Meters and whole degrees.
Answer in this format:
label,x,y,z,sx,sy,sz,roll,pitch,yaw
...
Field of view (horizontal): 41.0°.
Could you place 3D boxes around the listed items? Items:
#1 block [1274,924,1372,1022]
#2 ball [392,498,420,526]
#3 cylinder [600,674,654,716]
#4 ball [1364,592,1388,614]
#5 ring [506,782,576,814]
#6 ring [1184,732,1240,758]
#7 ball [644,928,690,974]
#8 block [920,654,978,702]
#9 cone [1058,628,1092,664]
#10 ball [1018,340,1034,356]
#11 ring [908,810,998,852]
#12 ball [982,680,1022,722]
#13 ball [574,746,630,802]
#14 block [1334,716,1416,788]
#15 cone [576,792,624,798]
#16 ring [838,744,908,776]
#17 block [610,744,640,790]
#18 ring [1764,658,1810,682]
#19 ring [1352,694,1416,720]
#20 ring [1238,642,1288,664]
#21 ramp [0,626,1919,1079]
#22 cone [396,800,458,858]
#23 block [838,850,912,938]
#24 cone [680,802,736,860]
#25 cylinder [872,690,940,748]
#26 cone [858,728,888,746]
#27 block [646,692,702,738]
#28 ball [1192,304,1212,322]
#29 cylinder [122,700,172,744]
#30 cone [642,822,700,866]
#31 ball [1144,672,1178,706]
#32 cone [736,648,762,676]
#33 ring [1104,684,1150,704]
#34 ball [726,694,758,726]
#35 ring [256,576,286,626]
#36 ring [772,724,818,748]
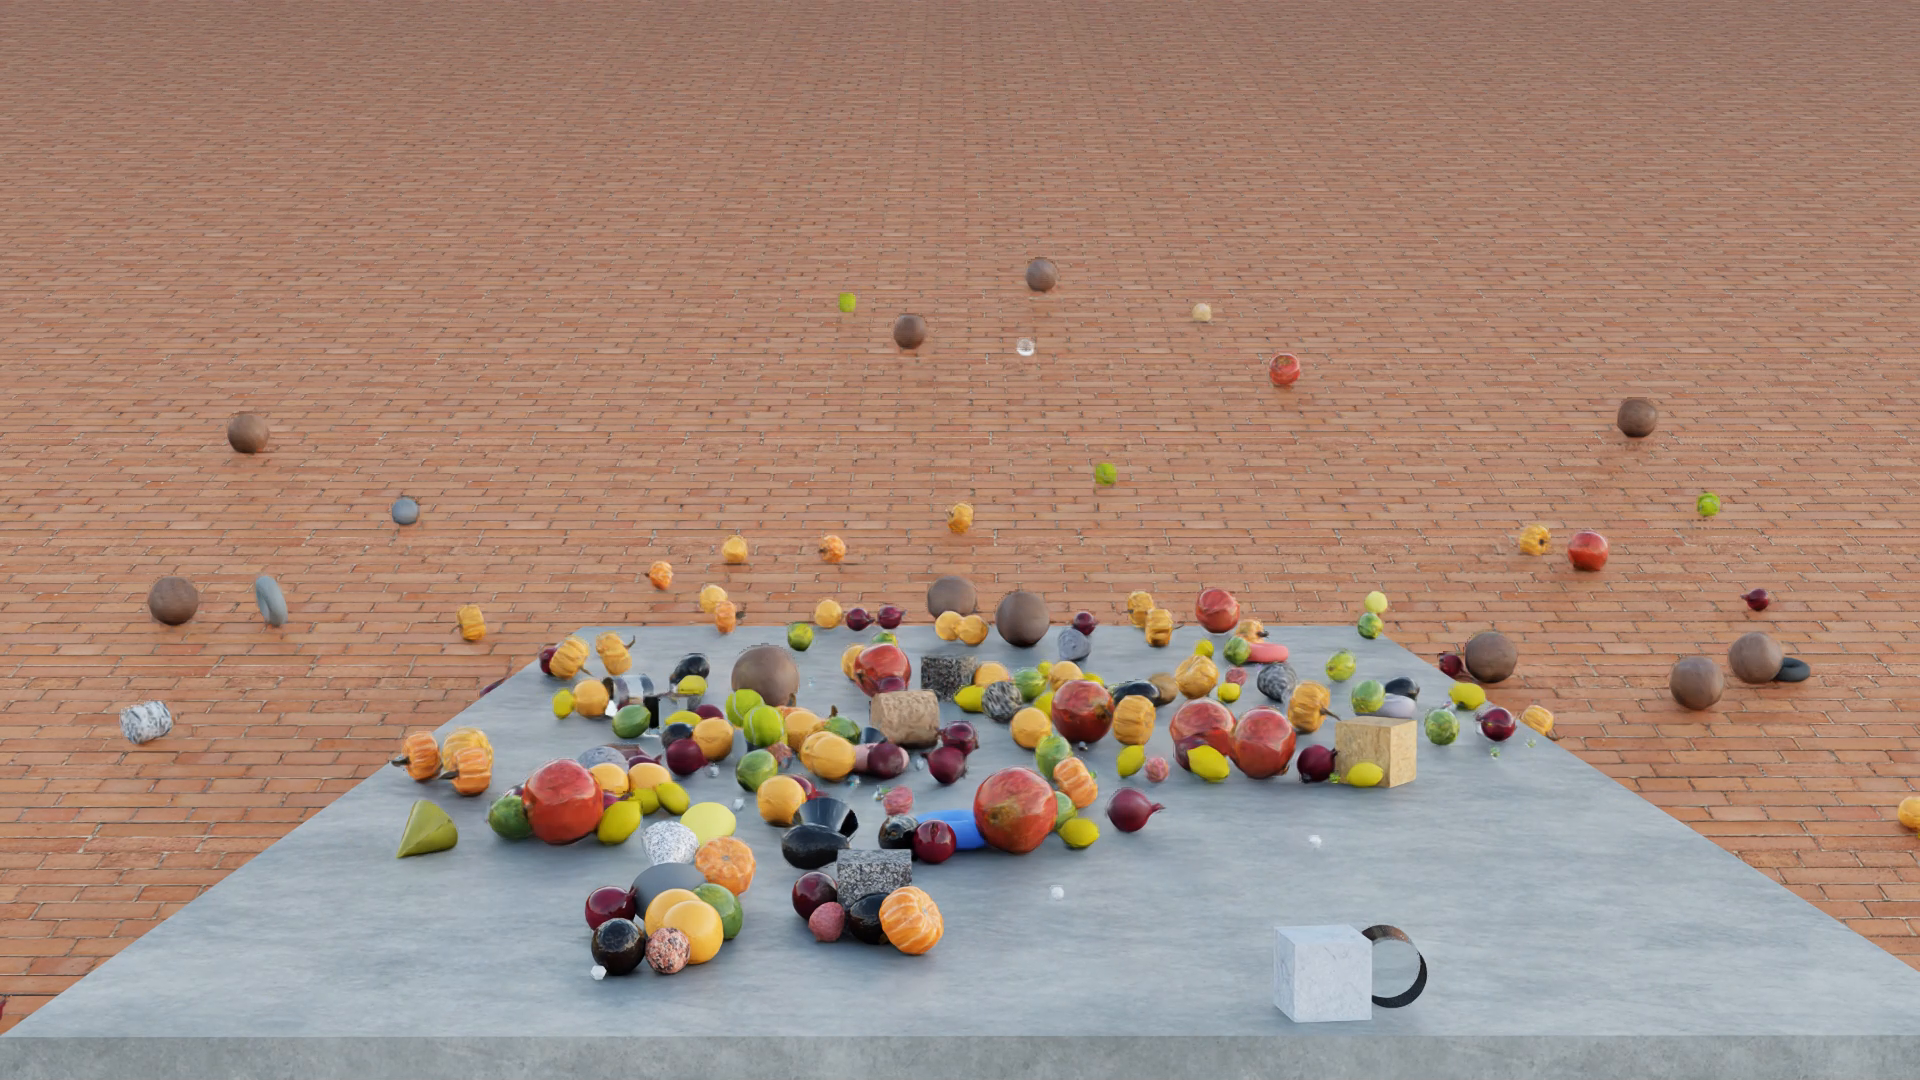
label,x,y,z,sx,sy,sz,roll,pitch,yaw
block,0.372,0.444,2.634,0.080,0.080,0.080,-1,4,-8
ball,-1.637,-0.082,7.571,0.082,0.082,0.082,0,19,0
cylinder,-0.631,0.295,4.867,0.076,0.076,0.076,-2,17,-36
ball,1.114,0.169,6.876,0.061,0.061,0.061,0,19,0
ring,-0.627,0.386,3.841,0.106,0.035,0.106,-1,5,0
ring,0.430,0.350,4.379,0.095,0.032,0.095,-1,6,0
ball,-0.319,0.448,2.802,0.050,0.050,0.050,0,19,0
block,-0.021,0.274,5.101,0.086,0.086,0.086,2,4,23
cone,0.239,0.255,5.732,0.082,0.082,0.082,9,35,25
ball,0.241,-0.704,9.397,0.062,0.062,0.062,0,19,0
ring,-0.009,0.402,3.549,0.126,0.042,0.126,-1,5,0
ball,0.078,0.300,4.776,0.076,0.076,0.076,0,19,0
ball,-0.545,0.356,3.900,0.085,0.085,0.085,0,19,0
block,0.663,0.337,4.093,0.096,0.096,0.096,3,5,35
cone,-0.557,0.356,3.963,0.076,0.076,0.076,0,4,0
ring,-0.141,0.359,4.197,0.116,0.039,0.116,0,5,0
block,-0.538,0.358,4.034,0.063,0.063,0.063,0,4,-4
ring,2.083,0.327,6.459,0.110,0.037,0.110,0,18,0
ring,0.799,0.315,4.828,0.119,0.040,0.119,-1,5,0
ring,0.680,0.253,5.750,0.114,0.038,0.114,1,4,0
ramp,0.045,0.405,4.538,2.000,0.100,4.000,0,4,0
cone,-0.739,0.409,3.482,0.080,0.080,0.080,12,36,31
block,-0.101,0.415,3.020,0.086,0.086,0.086,0,4,-2
cone,-0.341,0.410,3.482,0.077,0.077,0.077,-2,31,-6
cylinder,-0.095,0.312,4.445,0.098,0.098,0.098,-1,19,-15
cone,-0.159,0.356,4.327,0.058,0.058,0.058,9,34,25
block,-0.515,0.315,4.611,0.071,0.071,0.071,2,5,31
ball,0.930,-0.874,9.872,0.073,0.073,0.073,0,19,0
cylinder,-1.927,0.433,6.080,0.083,0.083,0.083,16,25,39
cone,-0.384,0.420,3.339,0.077,0.077,0.077,1,31,4
ball,0.392,0.291,5.000,0.065,0.065,0.065,0,19,0
cone,-0.452,0.260,5.502,0.058,0.058,0.058,0,4,0
ring,0.335,0.302,5.054,0.103,0.034,0.103,1,3,0
ball,-0.400,0.314,4.714,0.058,0.058,0.058,0,19,0
ring,-1.820,0.163,6.780,0.047,0.140,0.140,-21,27,-29
ring,-0.295,0.343,4.492,0.094,0.031,0.094,1,3,0
